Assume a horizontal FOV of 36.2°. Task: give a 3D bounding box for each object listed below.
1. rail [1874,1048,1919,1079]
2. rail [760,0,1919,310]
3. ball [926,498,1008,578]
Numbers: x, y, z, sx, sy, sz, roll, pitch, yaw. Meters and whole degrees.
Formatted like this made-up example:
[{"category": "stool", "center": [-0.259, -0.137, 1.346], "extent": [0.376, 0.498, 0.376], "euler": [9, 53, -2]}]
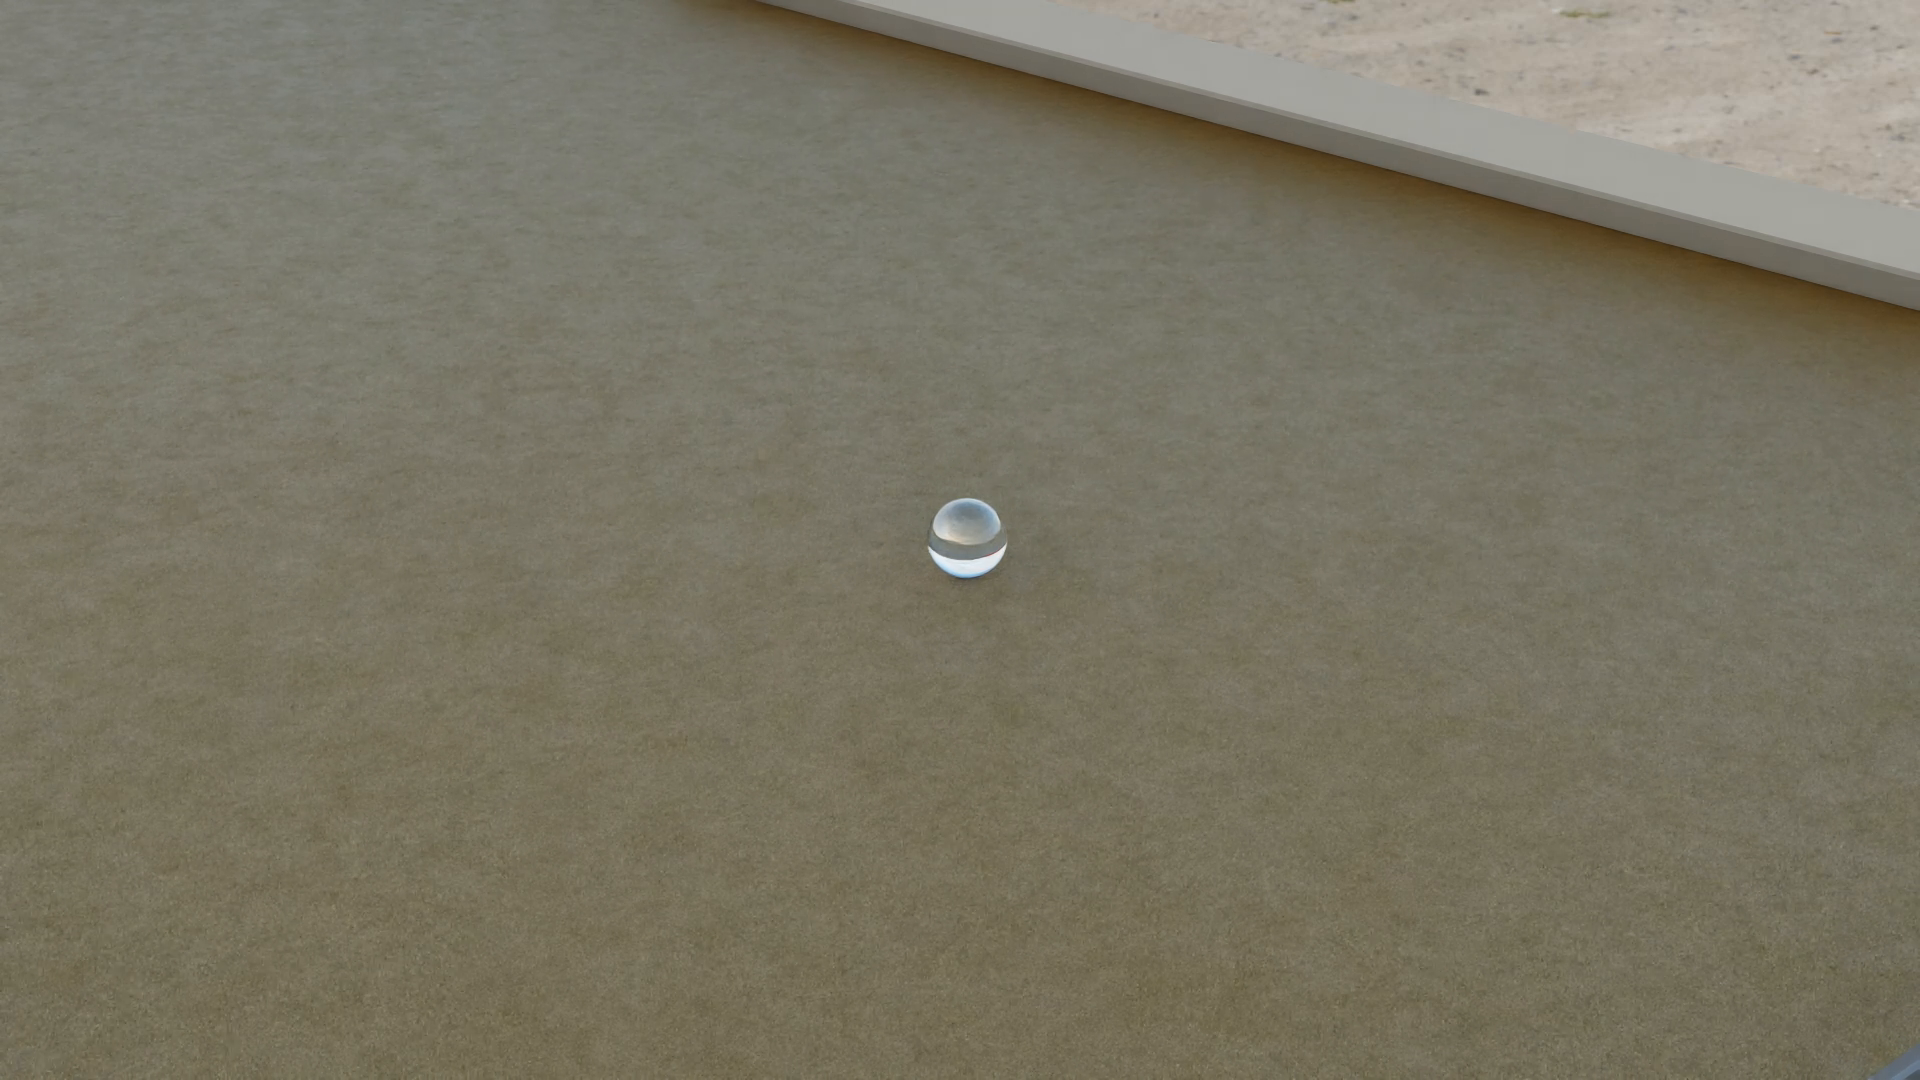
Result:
[{"category": "rail", "center": [0.640, 0.260, 1.708], "extent": [2.337, 0.099, 0.045], "euler": [-20, 30, -38]}, {"category": "rail", "center": [0.190, -0.605, 3.725], "extent": [0.045, 0.099, 3.898], "euler": [-20, 30, -38]}, {"category": "ball", "center": [0.006, -0.002, 2.363], "extent": [0.065, 0.065, 0.065], "euler": [0, 23, 0]}]
